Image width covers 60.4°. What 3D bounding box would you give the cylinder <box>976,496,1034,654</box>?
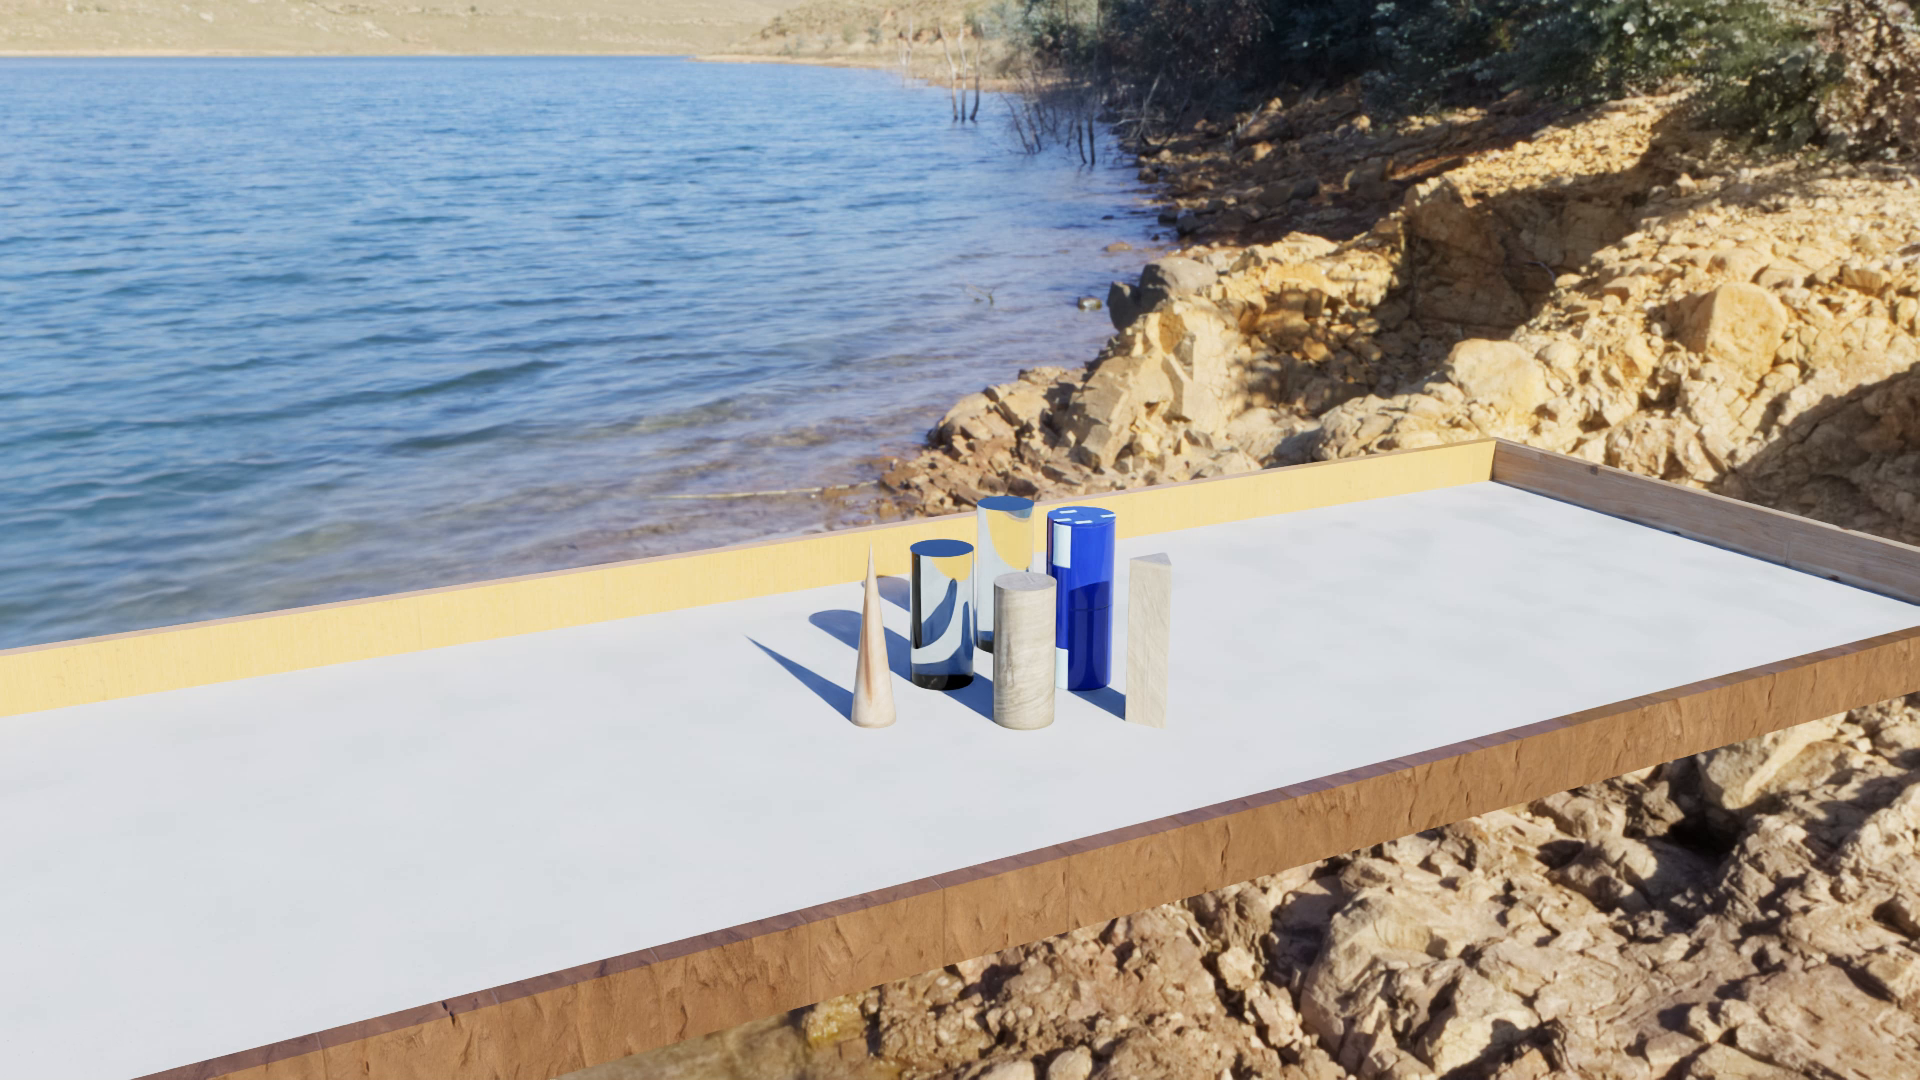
[{"bbox_3d":[0.119,0.092,4.348,0.150,0.391,0.150,0,16,0],"label":"cylinder"}]

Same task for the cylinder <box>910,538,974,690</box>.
[{"bbox_3d":[-0.045,0.185,4.113,0.159,0.345,0.159,0,16,0],"label":"cylinder"}]

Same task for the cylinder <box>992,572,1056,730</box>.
[{"bbox_3d":[0.151,0.260,3.865,0.147,0.342,0.147,0,16,0],"label":"cylinder"}]

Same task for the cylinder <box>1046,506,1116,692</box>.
[{"bbox_3d":[0.298,0.144,4.103,0.169,0.429,0.169,0,16,0],"label":"cylinder"}]

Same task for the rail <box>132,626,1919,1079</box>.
[{"bbox_3d":[-2.336,1.006,1.665,12.000,0.150,0.050,-9,18,-27],"label":"rail"}]

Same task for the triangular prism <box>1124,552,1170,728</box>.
[{"bbox_3d":[0.456,0.231,3.856,0.101,0.401,0.088,9,19,29],"label":"triangular prism"}]

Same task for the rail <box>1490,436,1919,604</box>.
[{"bbox_3d":[2.466,-0.048,5.253,0.050,0.150,2.100,-9,18,-27],"label":"rail"}]

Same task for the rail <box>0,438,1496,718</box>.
[{"bbox_3d":[-3.305,0.497,3.399,12.000,0.150,0.050,-9,18,-27],"label":"rail"}]

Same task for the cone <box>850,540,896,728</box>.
[{"bbox_3d":[-0.205,0.210,3.844,0.109,0.449,0.109,0,16,0],"label":"cone"}]
